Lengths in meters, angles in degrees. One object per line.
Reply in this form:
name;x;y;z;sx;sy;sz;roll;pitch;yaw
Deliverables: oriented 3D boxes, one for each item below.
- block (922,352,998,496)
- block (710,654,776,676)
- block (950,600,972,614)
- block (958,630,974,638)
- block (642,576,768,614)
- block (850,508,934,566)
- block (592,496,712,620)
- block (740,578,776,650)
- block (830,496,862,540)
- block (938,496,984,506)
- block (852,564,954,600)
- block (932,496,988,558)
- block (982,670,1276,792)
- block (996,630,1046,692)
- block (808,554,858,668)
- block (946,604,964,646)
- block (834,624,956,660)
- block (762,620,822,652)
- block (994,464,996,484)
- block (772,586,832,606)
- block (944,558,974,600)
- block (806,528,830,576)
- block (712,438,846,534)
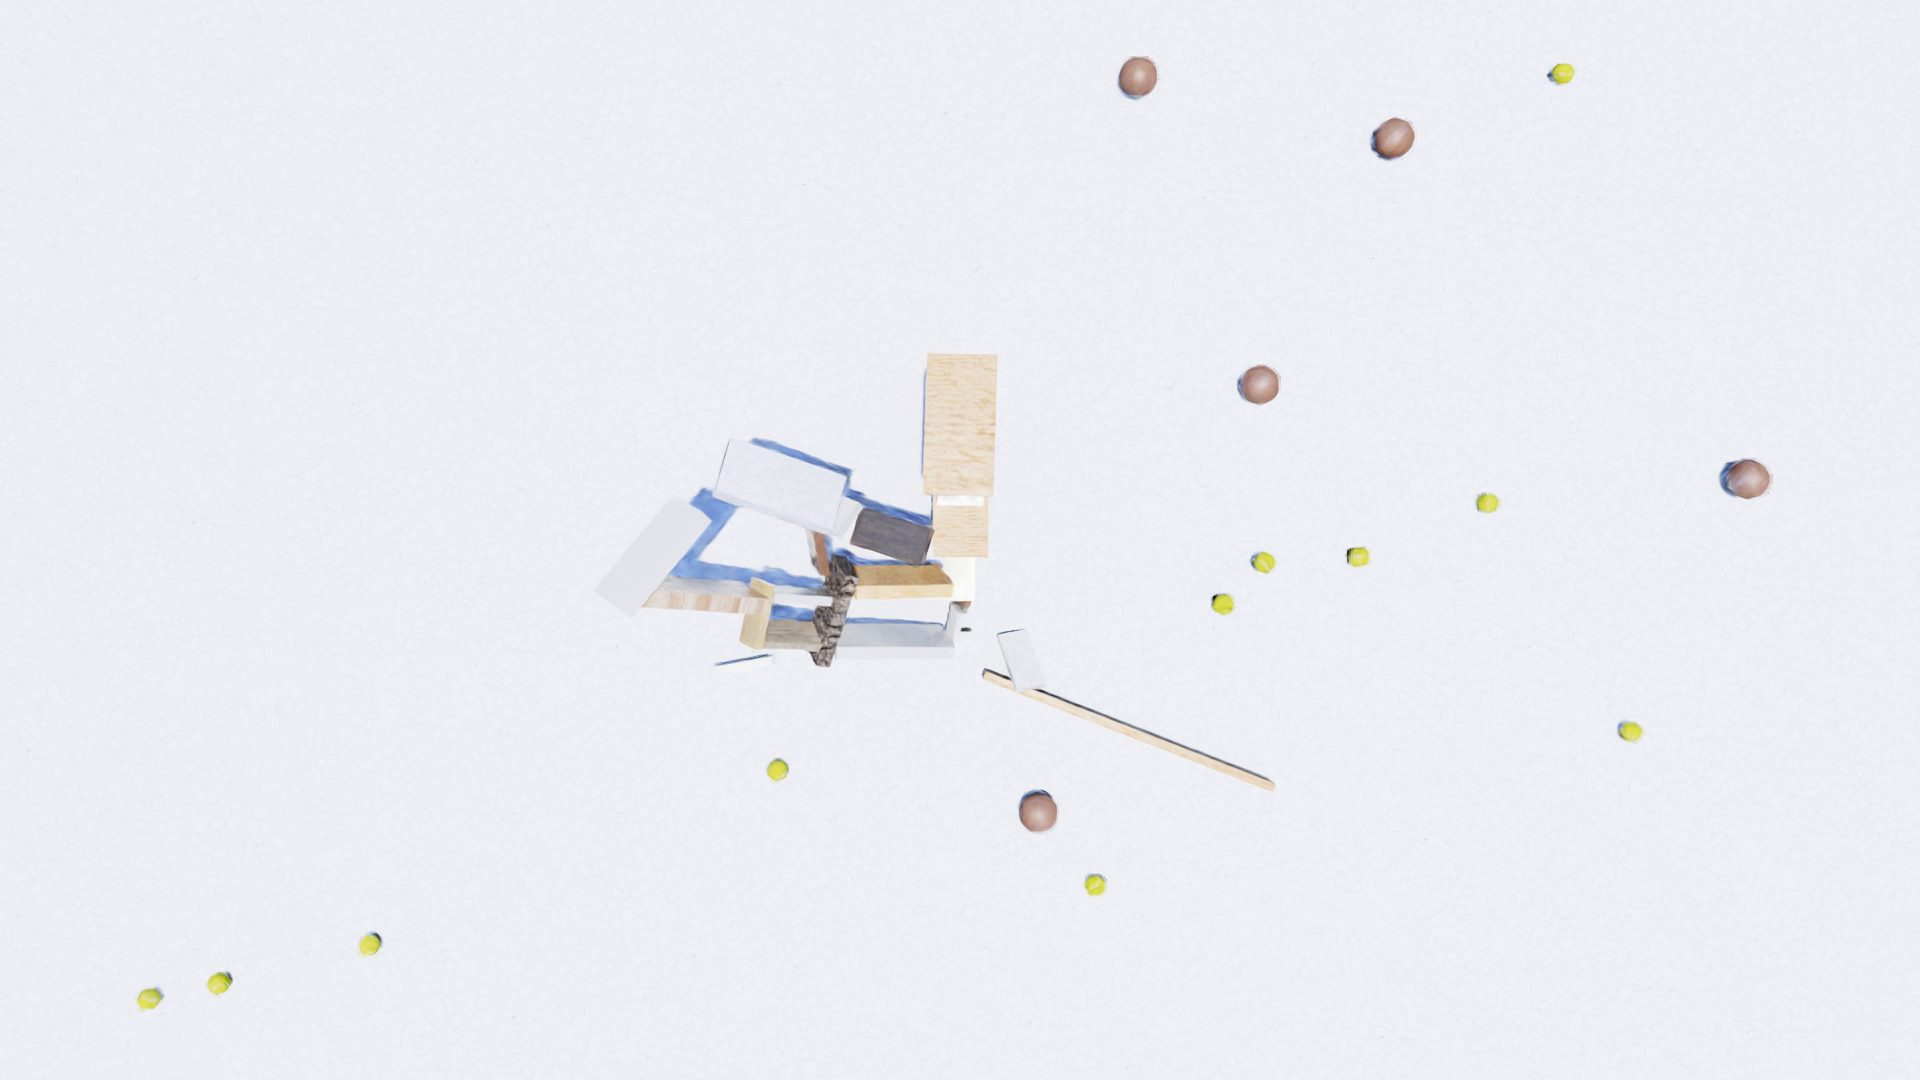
block;0.001;-0.294;4.219;0.180;0.051;0.360;2;90;0
block;-0.715;0.414;5.449;0.203;0.102;0.029;-10;90;0
block;0.001;0.211;5.436;0.064;0.128;0.018;18;73;0
block;0.005;0.308;5.434;0.064;0.128;0.018;2;90;-4
block;-0.793;0.160;4.903;0.413;0.180;0.051;6;103;-38
block;-0.203;-0.010;4.915;0.234;0.033;0.117;17;90;18
block;-0.884;0.046;4.735;0.359;0.180;0.051;-52;128;-11
block;-0.620;0.225;5.038;0.029;0.101;0.202;8;96;-36
block;-0.417;-0.092;4.963;0.234;0.033;0.117;21;70;35
block;0.004;-0.224;4.623;0.128;0.036;0.257;1;90;0
block;-0.195;0.131;5.203;0.317;0.158;0.045;-1;113;-20
block;0.003;-0.114;4.921;0.166;0.047;0.331;0;90;0
block;0.555;0.629;5.449;1.019;0.102;0.029;21;90;0
block;0.202;0.398;5.428;0.102;0.029;0.203;-10;63;-18
block;-0.404;0.222;5.172;0.045;0.158;0.317;10;110;-24
block;-0.020;0.278;5.342;0.018;0.064;0.128;2;115;-23
block;-0.226;0.326;5.293;0.395;0.158;0.045;2;114;-21
block;-0.534;0.294;5.105;0.202;0.101;0.029;5;131;-35
block;0.000;-0.170;4.425;0.180;0.360;0.051;1;90;0
block;-0.506;0.171;5.093;0.202;0.101;0.029;5;102;-35
block;-0.003;0.096;5.290;0.098;0.028;0.196;0;90;0
block;-0.453;-0.023;5.135;0.033;0.117;0.250;-13;111;-15
block;-0.529;-0.158;4.843;0.359;0.051;0.180;19;63;-14
